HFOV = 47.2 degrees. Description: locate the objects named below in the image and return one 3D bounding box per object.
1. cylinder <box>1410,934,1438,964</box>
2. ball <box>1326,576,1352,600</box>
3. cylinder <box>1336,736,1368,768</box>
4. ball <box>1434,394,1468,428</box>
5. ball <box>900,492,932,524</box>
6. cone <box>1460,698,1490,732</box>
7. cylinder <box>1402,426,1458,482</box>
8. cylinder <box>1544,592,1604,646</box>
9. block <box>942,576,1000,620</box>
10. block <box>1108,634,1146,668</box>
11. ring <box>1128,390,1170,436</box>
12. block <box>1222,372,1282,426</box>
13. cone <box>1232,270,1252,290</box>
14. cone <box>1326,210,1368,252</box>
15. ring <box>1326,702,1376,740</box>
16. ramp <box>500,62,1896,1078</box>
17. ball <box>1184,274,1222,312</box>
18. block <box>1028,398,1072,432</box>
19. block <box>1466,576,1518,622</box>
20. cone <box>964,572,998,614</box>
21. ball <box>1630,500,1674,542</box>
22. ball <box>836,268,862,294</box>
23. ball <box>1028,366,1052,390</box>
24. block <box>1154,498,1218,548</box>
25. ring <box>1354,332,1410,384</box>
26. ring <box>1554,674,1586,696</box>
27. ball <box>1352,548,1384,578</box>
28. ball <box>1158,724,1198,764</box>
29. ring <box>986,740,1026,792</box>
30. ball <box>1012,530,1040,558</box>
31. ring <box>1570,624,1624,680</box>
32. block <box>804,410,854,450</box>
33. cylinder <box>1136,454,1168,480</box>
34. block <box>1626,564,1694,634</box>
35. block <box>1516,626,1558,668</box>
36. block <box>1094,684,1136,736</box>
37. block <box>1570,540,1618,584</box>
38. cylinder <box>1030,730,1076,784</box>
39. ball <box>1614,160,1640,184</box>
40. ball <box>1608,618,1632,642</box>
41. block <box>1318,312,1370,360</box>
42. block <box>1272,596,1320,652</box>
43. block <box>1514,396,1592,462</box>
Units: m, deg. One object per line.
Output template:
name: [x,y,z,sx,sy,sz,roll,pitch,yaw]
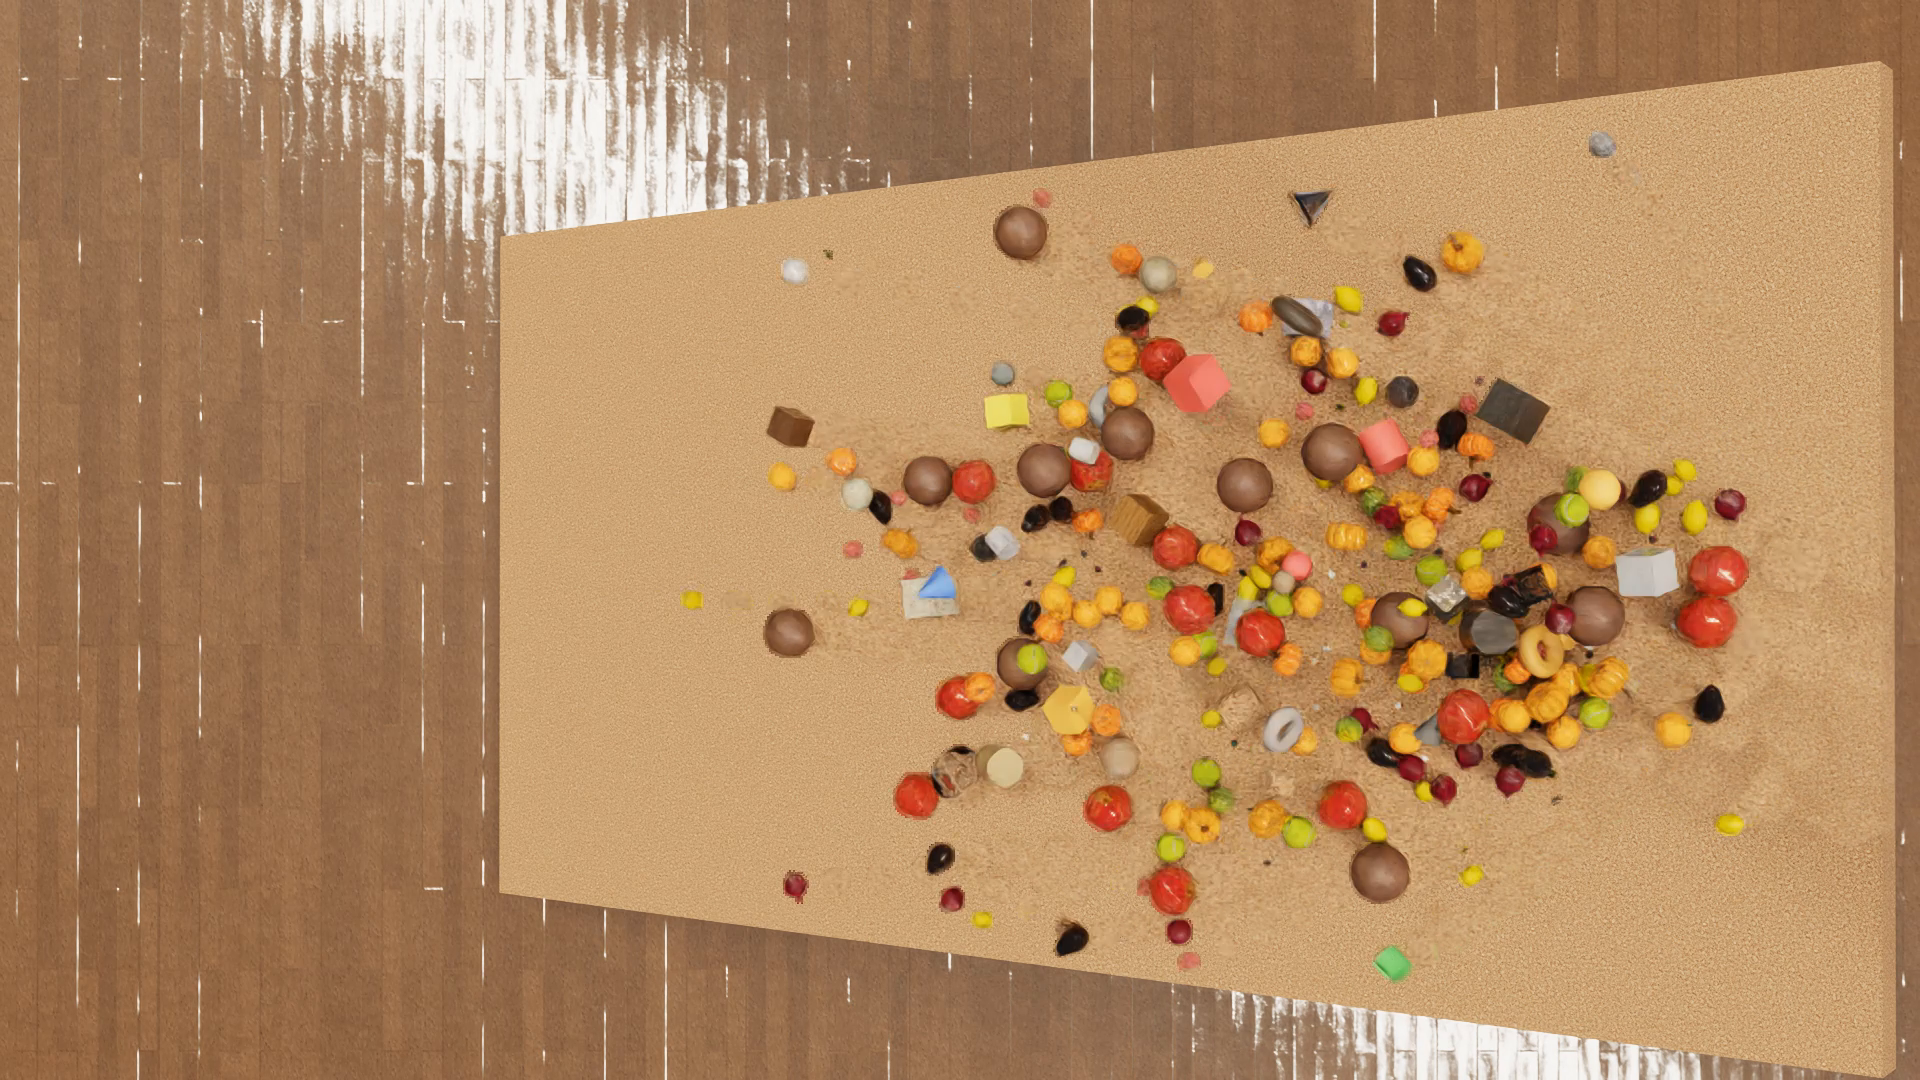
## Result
cylinder: [1.020,0.900,4.837,0.057,0.057,0.057,6,69,0]
ball: [0.839,0.107,4.875,0.056,0.056,0.056,0,90,0]
cylinder: [0.863,0.467,4.843,0.063,0.063,0.063,-4,81,0]
ball: [1.077,-0.282,4.825,0.075,0.075,0.075,0,90,0]
ball: [-0.108,-0.080,5.485,0.081,0.081,0.081,0,90,0]
cone: [1.123,0.368,4.767,0.067,0.067,0.067,8,124,0]
cylinder: [1.033,-0.188,4.840,0.092,0.092,0.092,-20,68,0]
cylinder: [1.276,0.166,4.574,0.096,0.096,0.096,0,101,0]
block: [0.029,0.148,5.582,0.099,0.099,0.099,6,93,36]
block: [0.405,0.269,5.331,0.055,0.055,0.055,-45,65,27]
ring: [0.456,-0.307,5.308,0.115,0.038,0.115,1,91,36]
block: [0.659,-0.321,4.982,0.094,0.094,0.094,-12,87,-11]
cone: [0.651,-0.621,5.175,0.050,0.050,0.050,-10,118,-19]
cone: [0.893,-0.716,4.968,0.095,0.095,0.095,45,65,0]
ring: [0.868,0.406,4.879,0.112,0.037,0.112,-2,127,-3]
ramp: [0.235,0.066,5.555,4.000,0.100,2.000,0,89,37]
ball: [0.565,-0.573,5.109,0.090,0.090,0.090,0,90,0]
block: [0.223,-0.308,5.455,0.077,0.077,0.077,0,89,37]
block: [1.138,0.127,4.703,0.065,0.065,0.065,37,86,-18]
cone: [0.064,0.138,5.444,0.090,0.090,0.090,-17,81,0]
ball: [1.420,-0.040,4.510,0.086,0.086,0.086,0,90,0]
ball: [-0.294,-0.689,5.847,0.067,0.067,0.067,0,90,0]
ball: [0.198,-0.403,5.485,0.061,0.061,0.061,0,90,0]
block: [0.536,-0.040,5.214,0.090,0.090,0.090,34,109,32]
ring: [0.898,-0.388,4.682,0.129,0.043,0.129,-18,52,25]
ring: [1.293,0.307,4.661,0.075,0.075,0.025,24,99,0]
ball: [0.907,0.051,4.897,0.070,0.070,0.070,0,90,0]
ball: [0.518,0.483,5.219,0.096,0.096,0.096,0,90,0]
ring: [0.112,0.552,5.361,0.047,0.141,0.141,32,90,1]
ball: [0.168,0.010,5.497,0.073,0.073,0.073,0,90,0]
ring: [1.273,0.222,4.391,0.117,0.039,0.117,6,71,-17]
block: [-0.351,-0.295,5.878,0.080,0.080,0.080,25,104,34]
cylinder: [0.442,-0.169,5.080,0.055,0.055,0.055,8,90,-16]
block: [1.399,0.119,4.397,0.083,0.083,0.083,43,47,-13]
block: [1.218,0.225,4.641,0.052,0.052,0.052,-27,71,-29]
block: [0.374,0.411,5.293,0.083,0.083,0.083,-10,52,14]
block: [1.309,0.045,4.542,0.060,0.060,0.060,28,106,-5]
cylinder: [0.223,0.522,5.289,0.093,0.093,0.093,-8,128,-10]
ball: [1.398,-0.770,4.606,0.050,0.050,0.050,0,90,0]
ball: [1.375,0.189,4.588,0.051,0.051,0.051,0,90,0]
block: [0.870,-0.461,4.975,0.082,0.082,0.082,-15,81,36]
block: [0.767,0.190,5.015,0.086,0.086,0.086,13,110,6]
block: [1.242,-0.233,4.604,0.093,0.093,0.093,28,90,-32]
